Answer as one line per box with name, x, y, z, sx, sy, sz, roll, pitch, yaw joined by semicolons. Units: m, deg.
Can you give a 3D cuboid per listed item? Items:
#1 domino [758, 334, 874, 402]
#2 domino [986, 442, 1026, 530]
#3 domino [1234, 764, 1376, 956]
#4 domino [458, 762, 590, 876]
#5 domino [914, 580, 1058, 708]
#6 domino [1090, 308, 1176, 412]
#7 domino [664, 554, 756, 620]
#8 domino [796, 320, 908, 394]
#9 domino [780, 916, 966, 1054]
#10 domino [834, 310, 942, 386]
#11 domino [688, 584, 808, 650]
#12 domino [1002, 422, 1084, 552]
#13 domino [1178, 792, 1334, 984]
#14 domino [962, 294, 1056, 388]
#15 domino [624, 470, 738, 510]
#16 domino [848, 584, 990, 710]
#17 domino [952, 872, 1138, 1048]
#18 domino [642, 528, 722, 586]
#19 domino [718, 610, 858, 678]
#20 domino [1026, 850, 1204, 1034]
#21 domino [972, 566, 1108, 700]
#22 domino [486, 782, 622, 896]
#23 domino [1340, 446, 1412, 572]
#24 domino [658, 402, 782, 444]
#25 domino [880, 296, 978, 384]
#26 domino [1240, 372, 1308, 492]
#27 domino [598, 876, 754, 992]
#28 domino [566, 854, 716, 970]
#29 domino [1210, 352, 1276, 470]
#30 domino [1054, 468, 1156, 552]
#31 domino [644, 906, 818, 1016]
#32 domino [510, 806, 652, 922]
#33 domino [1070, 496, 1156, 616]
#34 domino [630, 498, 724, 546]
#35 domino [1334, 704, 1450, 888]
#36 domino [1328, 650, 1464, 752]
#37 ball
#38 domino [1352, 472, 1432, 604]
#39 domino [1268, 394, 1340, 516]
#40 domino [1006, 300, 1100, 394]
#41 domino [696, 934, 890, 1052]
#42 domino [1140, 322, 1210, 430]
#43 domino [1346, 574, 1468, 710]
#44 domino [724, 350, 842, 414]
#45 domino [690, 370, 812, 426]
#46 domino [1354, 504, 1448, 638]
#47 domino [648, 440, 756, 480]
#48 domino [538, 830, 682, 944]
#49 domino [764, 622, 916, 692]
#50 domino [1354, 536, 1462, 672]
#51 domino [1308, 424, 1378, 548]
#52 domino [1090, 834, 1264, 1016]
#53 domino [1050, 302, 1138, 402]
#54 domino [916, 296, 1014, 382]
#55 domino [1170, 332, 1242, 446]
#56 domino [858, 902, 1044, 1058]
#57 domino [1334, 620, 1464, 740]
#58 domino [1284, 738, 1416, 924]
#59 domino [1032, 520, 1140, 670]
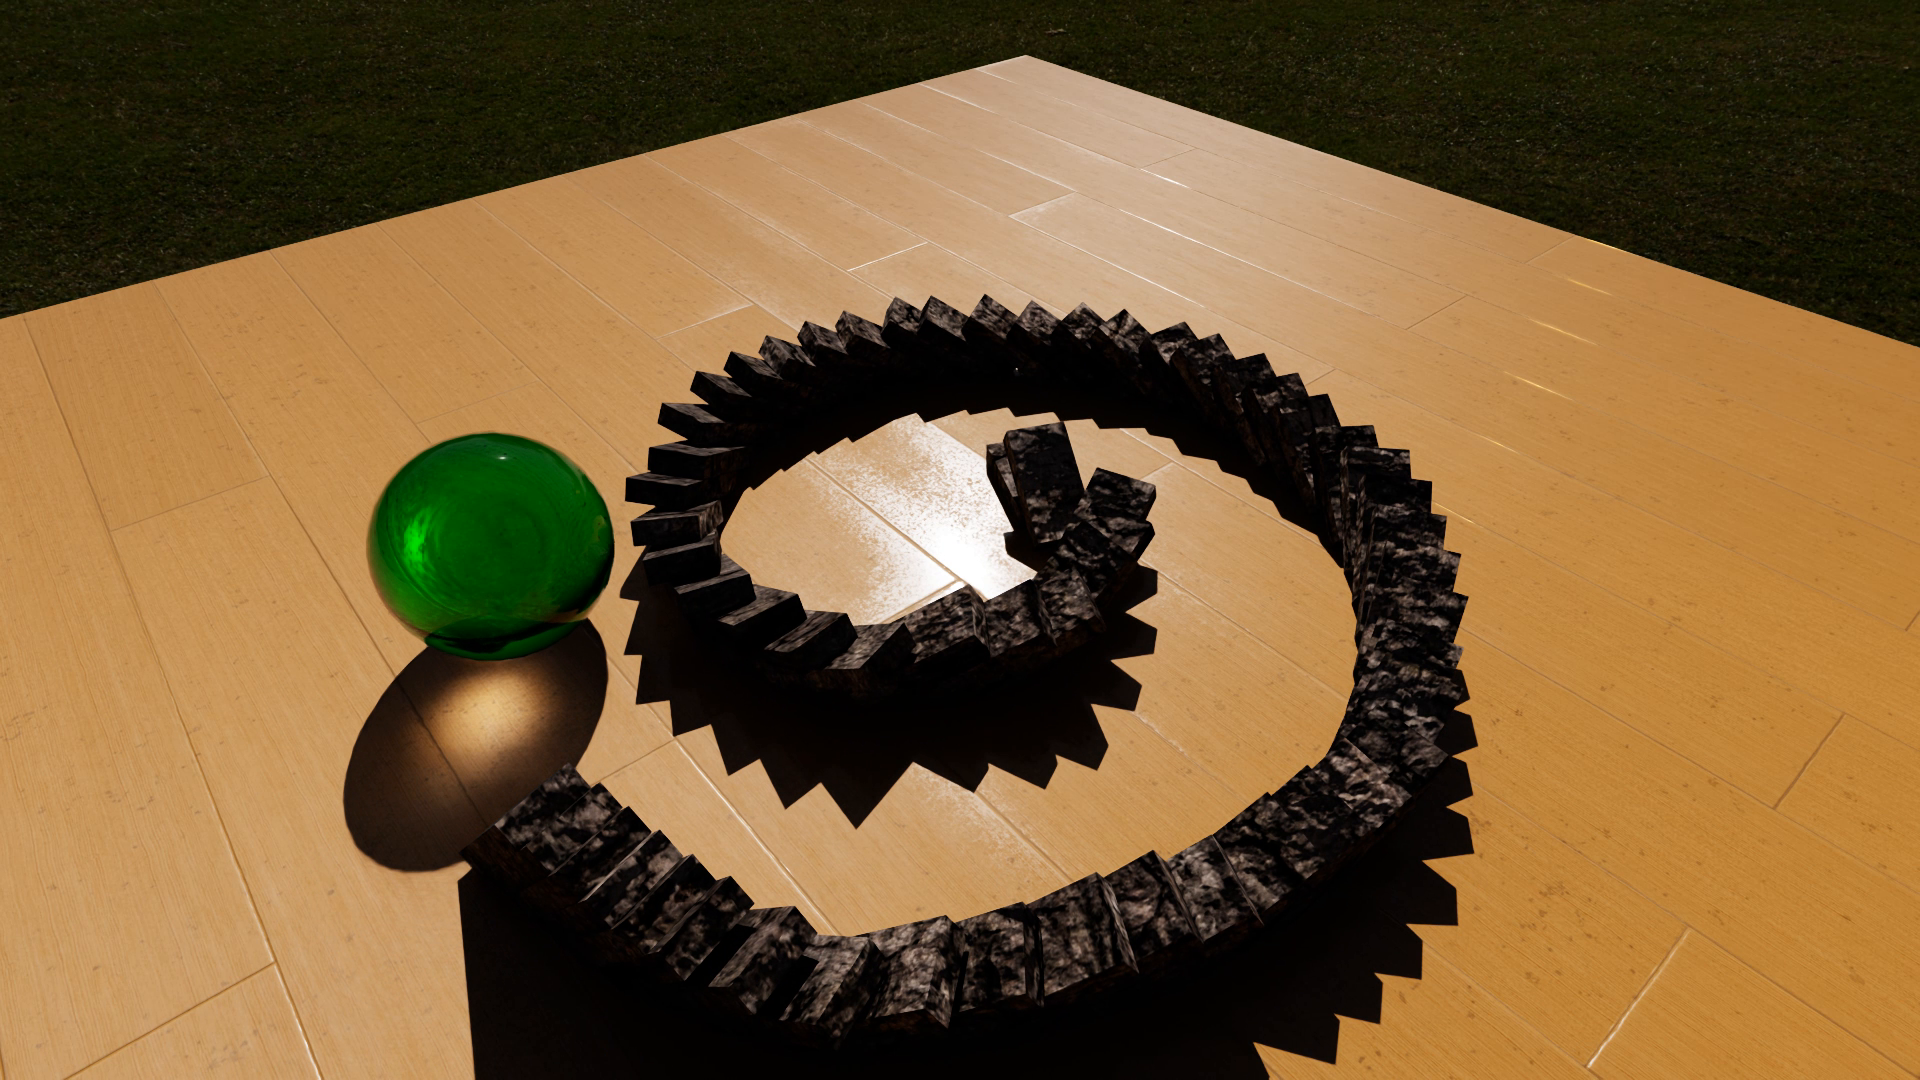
domino;-0.068;-0.081;0.522;0.050;0.010;0.025;12;25;-42
domino;0.030;-0.025;0.474;0.025;0.009;0.050;-10;40;-12
domino;0.090;0.091;0.313;0.050;0.009;0.025;-41;49;1
domino;-0.126;0.081;0.317;0.009;0.050;0.025;50;50;-5
domino;0.007;0.036;0.379;0.050;0.009;0.025;-28;41;15
domino;0.088;-0.087;0.531;0.050;0.010;0.025;46;50;6
domino;-0.093;0.016;0.405;0.025;0.010;0.050;-17;13;-19
domino;-0.052;-0.088;0.531;0.050;0.009;0.025;15;28;-36
domino;-0.023;0.114;0.282;0.050;0.009;0.025;-23;30;29
domino;-0.035;-0.094;0.538;0.050;0.009;0.025;18;29;-32
domino;-0.077;0.026;0.393;0.025;0.010;0.050;-27;17;-29
domino;0.036;-0.022;0.451;0.025;0.010;0.050;-11;72;-12
domino;0.075;0.096;0.305;0.050;0.009;0.025;-39;49;3
domino;0.027;-0.099;0.546;0.050;0.010;0.025;34;42;-6
domino;-0.114;-0.023;0.453;0.025;0.010;0.050;8;12;11
domino;-0.015;0.037;0.379;0.050;0.009;0.025;-27;36;17
domino;0.019;0.110;0.288;0.050;0.010;0.025;-30;42;14
domino;-0.104;0.006;0.416;0.025;0.010;0.050;-14;10;-9
domino;-0.060;0.035;0.382;0.025;0.010;0.050;-35;21;-34
domino;0.037;0.107;0.293;0.050;0.009;0.025;-33;41;10
domino;0.024;0.033;0.384;0.050;0.009;0.025;-31;41;11
domino;-0.116;0.085;0.312;0.009;0.050;0.025;50;50;-5
domino;0.166;-0.012;0.437;0.025;0.010;0.050;4;72;1
domino;-0.106;-0.052;0.489;0.025;0.010;0.050;27;18;29
domino;-0.014;-0.099;0.546;0.050;0.009;0.025;27;37;-16
domino;0.145;-0.048;0.483;0.025;0.010;0.050;-13;71;-16
domino;-0.075;0.104;0.289;0.009;0.050;0.025;50;50;-5
domino;-0.086;0.100;0.294;0.010;0.050;0.025;50;50;-5
domino;0.136;-0.059;0.496;0.025;0.010;0.050;-16;72;-18
domino;0.056;-0.003;0.432;0.025;0.009;0.050;19;67;22
domino;-0.061;0.109;0.286;0.050;0.009;0.025;-24;17;46
domino;-0.106;0.091;0.305;0.009;0.050;0.025;50;49;-5
domino;0.049;0.010;0.413;0.025;0.010;0.050;28;76;30
domino;-0.110;-0.007;0.433;0.025;0.009;0.050;-5;10;-2
domino;0.120;0.077;0.332;0.050;0.009;0.025;-45;51;-6
domino;0.134;0.063;0.347;0.025;0.010;0.050;29;78;27
ball;-0.163;0.002;0.385;0.080;0.080;0.080;0;39;0
domino;0.166;0.001;0.422;0.025;0.010;0.050;8;72;6
domino;0.153;-0.037;0.469;0.025;0.010;0.050;-10;70;-15
domino;0.050;-0.095;0.542;0.050;0.010;0.025;34;44;-3
domino;-0.044;0.115;0.283;0.050;0.010;0.025;-15;25;40
domino;0.110;-0.078;0.521;0.025;0.010;0.050;-25;74;-27
domino;0.153;0.039;0.377;0.025;0.009;0.050;19;74;22
domino;-0.082;-0.073;0.512;0.050;0.009;0.025;9;24;-47
domino;-0.095;-0.064;0.502;0.025;0.010;0.050;35;19;35
domino;0.163;0.013;0.407;0.025;0.009;0.050;11;72;12
domino;-0.109;-0.035;0.469;0.025;0.010;0.050;10;12;11
domino;-0.096;0.095;0.300;0.010;0.050;0.025;50;50;-5
domino;-0.041;0.040;0.375;0.050;0.010;0.025;-8;27;43
domino;0.159;0.026;0.392;0.025;0.009;0.050;15;73;17
domino;0.162;-0.022;0.453;0.025;0.009;0.050;-3;68;-4
domino;0.053;0.104;0.298;0.050;0.010;0.025;-32;41;8
domino;0.071;-0.092;0.537;0.050;0.010;0.025;42;48;2
domino;0.004;-0.100;0.545;0.050;0.010;0.025;27;36;-16
domino;0.121;-0.070;0.509;0.025;0.009;0.050;-21;74;-26
domino;-0.003;0.114;0.285;0.050;0.010;0.025;-24;35;19
domino;0.143;0.054;0.361;0.025;0.009;0.050;23;72;25
domino;0.105;0.085;0.321;0.050;0.010;0.025;-43;49;-2
domino;0.039;0.020;0.398;0.050;0.009;0.025;-49;54;-1
